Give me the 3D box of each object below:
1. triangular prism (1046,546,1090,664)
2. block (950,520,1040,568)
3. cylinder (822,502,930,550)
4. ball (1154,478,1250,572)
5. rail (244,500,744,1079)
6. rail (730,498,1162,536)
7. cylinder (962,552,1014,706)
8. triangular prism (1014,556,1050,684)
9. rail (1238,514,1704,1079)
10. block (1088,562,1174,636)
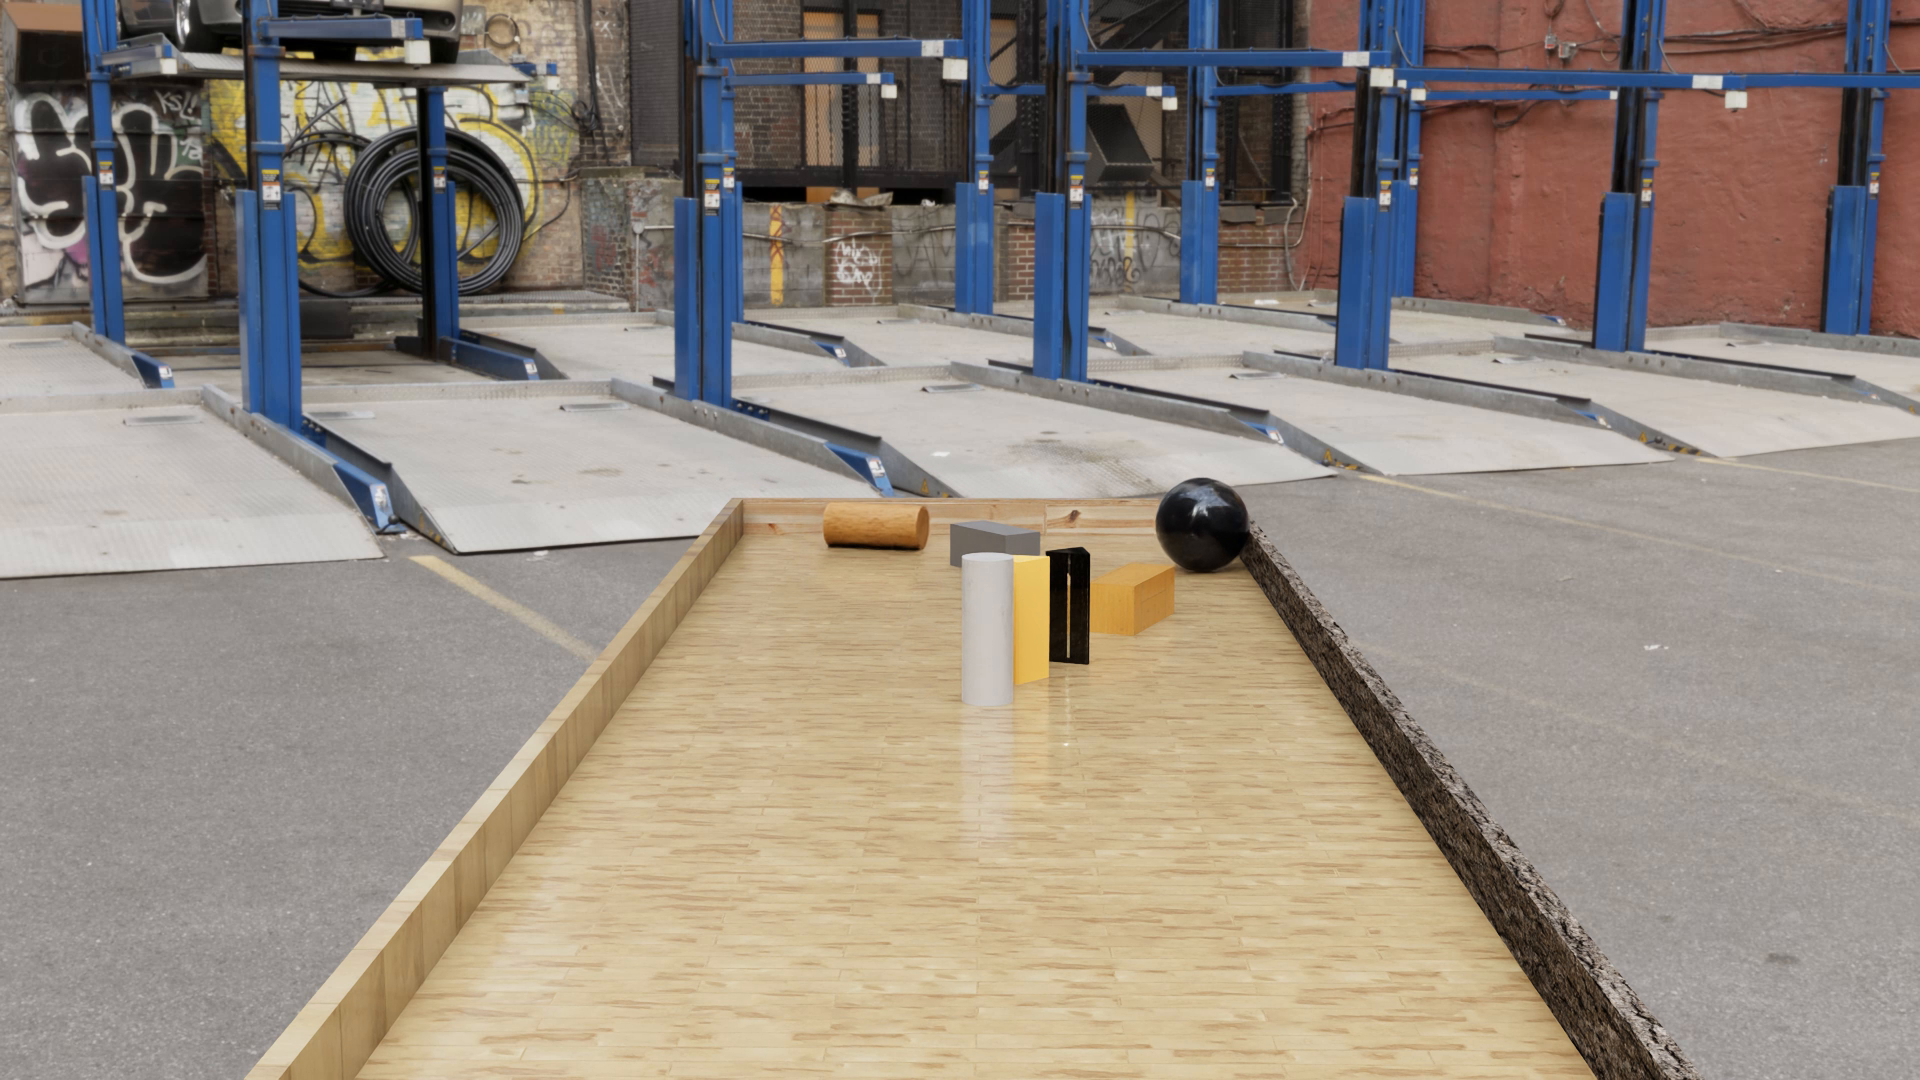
[{"bbox_3d":[0.347,0.196,6.691,0.141,0.338,0.123,4,10,24],"label":"triangular prism"},{"bbox_3d":[0.131,0.033,8.292,0.160,0.160,0.356,-6,11,-35],"label":"block"},{"bbox_3d":[-0.336,-0.057,8.819,0.392,0.172,0.172,3,9,17],"label":"cylinder"},{"bbox_3d":[0.908,-0.059,8.259,0.353,0.353,0.353,0,9,0],"label":"ball"},{"bbox_3d":[-1.004,0.839,3.234,0.050,0.150,12.000,0,9,1],"label":"rail"},{"bbox_3d":[0.099,-0.098,9.147,2.100,0.150,0.050,0,9,1],"label":"rail"},{"bbox_3d":[0.077,0.248,6.138,0.145,0.408,0.145,0,9,0],"label":"cylinder"},{"bbox_3d":[0.169,0.227,6.434,0.122,0.358,0.141,8,12,42],"label":"triangular prism"},{"bbox_3d":[1.046,0.843,3.208,0.050,0.150,12.000,0,9,1],"label":"rail"},{"bbox_3d":[0.568,0.192,7.278,0.162,0.162,0.422,4,10,23],"label":"block"}]
